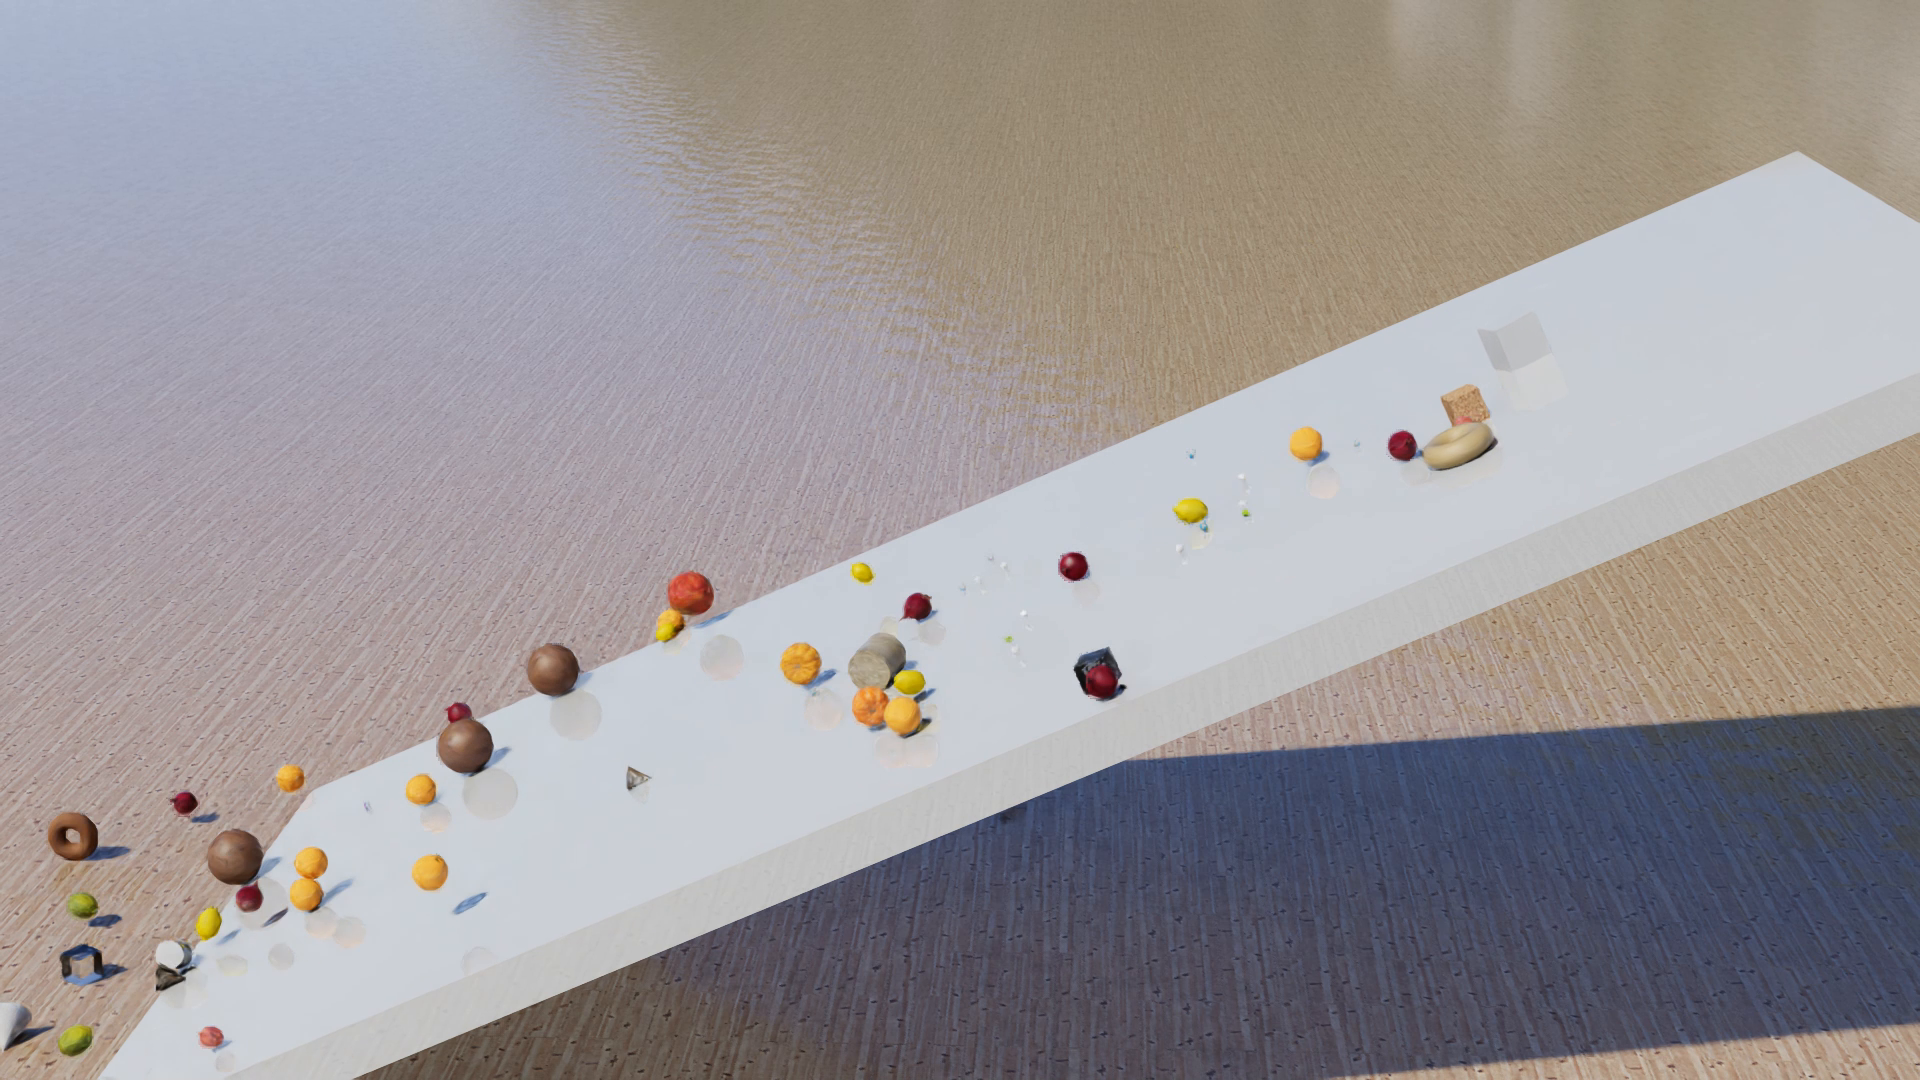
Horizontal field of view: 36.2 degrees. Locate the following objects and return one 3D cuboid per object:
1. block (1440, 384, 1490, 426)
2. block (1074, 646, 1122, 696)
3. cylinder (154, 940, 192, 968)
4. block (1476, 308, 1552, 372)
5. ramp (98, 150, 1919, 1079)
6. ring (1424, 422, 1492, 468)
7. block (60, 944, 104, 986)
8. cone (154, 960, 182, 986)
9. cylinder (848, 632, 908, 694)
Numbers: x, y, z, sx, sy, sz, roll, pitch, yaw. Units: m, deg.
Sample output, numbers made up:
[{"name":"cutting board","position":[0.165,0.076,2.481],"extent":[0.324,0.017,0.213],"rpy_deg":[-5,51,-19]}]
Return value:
[{"name":"block","position":[1.028,-0.270,5.984],"extent":[0.067,0.067,0.067],"rpy_deg":[-25,13,0]},{"name":"block","position":[0.253,0.242,5.415],"extent":[0.059,0.059,0.059],"rpy_deg":[-19,14,24]},{"name":"cylinder","position":[-1.711,0.902,6.402],"extent":[0.063,0.063,0.063],"rpy_deg":[1,-5,5]},{"name":"block","position":[1.177,-0.425,6.249],"extent":[0.097,0.097,0.097],"rpy_deg":[-27,13,-10]},{"name":"ramp","position":[0.133,0.170,6.283],"extent":[4.000,0.100,2.000],"rpy_deg":[-23,13,9]},{"name":"ring","position":[0.979,-0.186,5.783],"extent":[0.145,0.048,0.145],"rpy_deg":[-25,14,7]},{"name":"block","position":[-1.973,0.955,6.607],"extent":[0.064,0.064,0.064],"rpy_deg":[12,20,31]},{"name":"cone","position":[-1.694,0.944,6.336],"extent":[0.061,0.061,0.061],"rpy_deg":[28,5,-23]},{"name":"cylinder","position":[-0.171,0.253,6.077],"extent":[0.093,0.093,0.093],"rpy_deg":[8,34,26]}]
